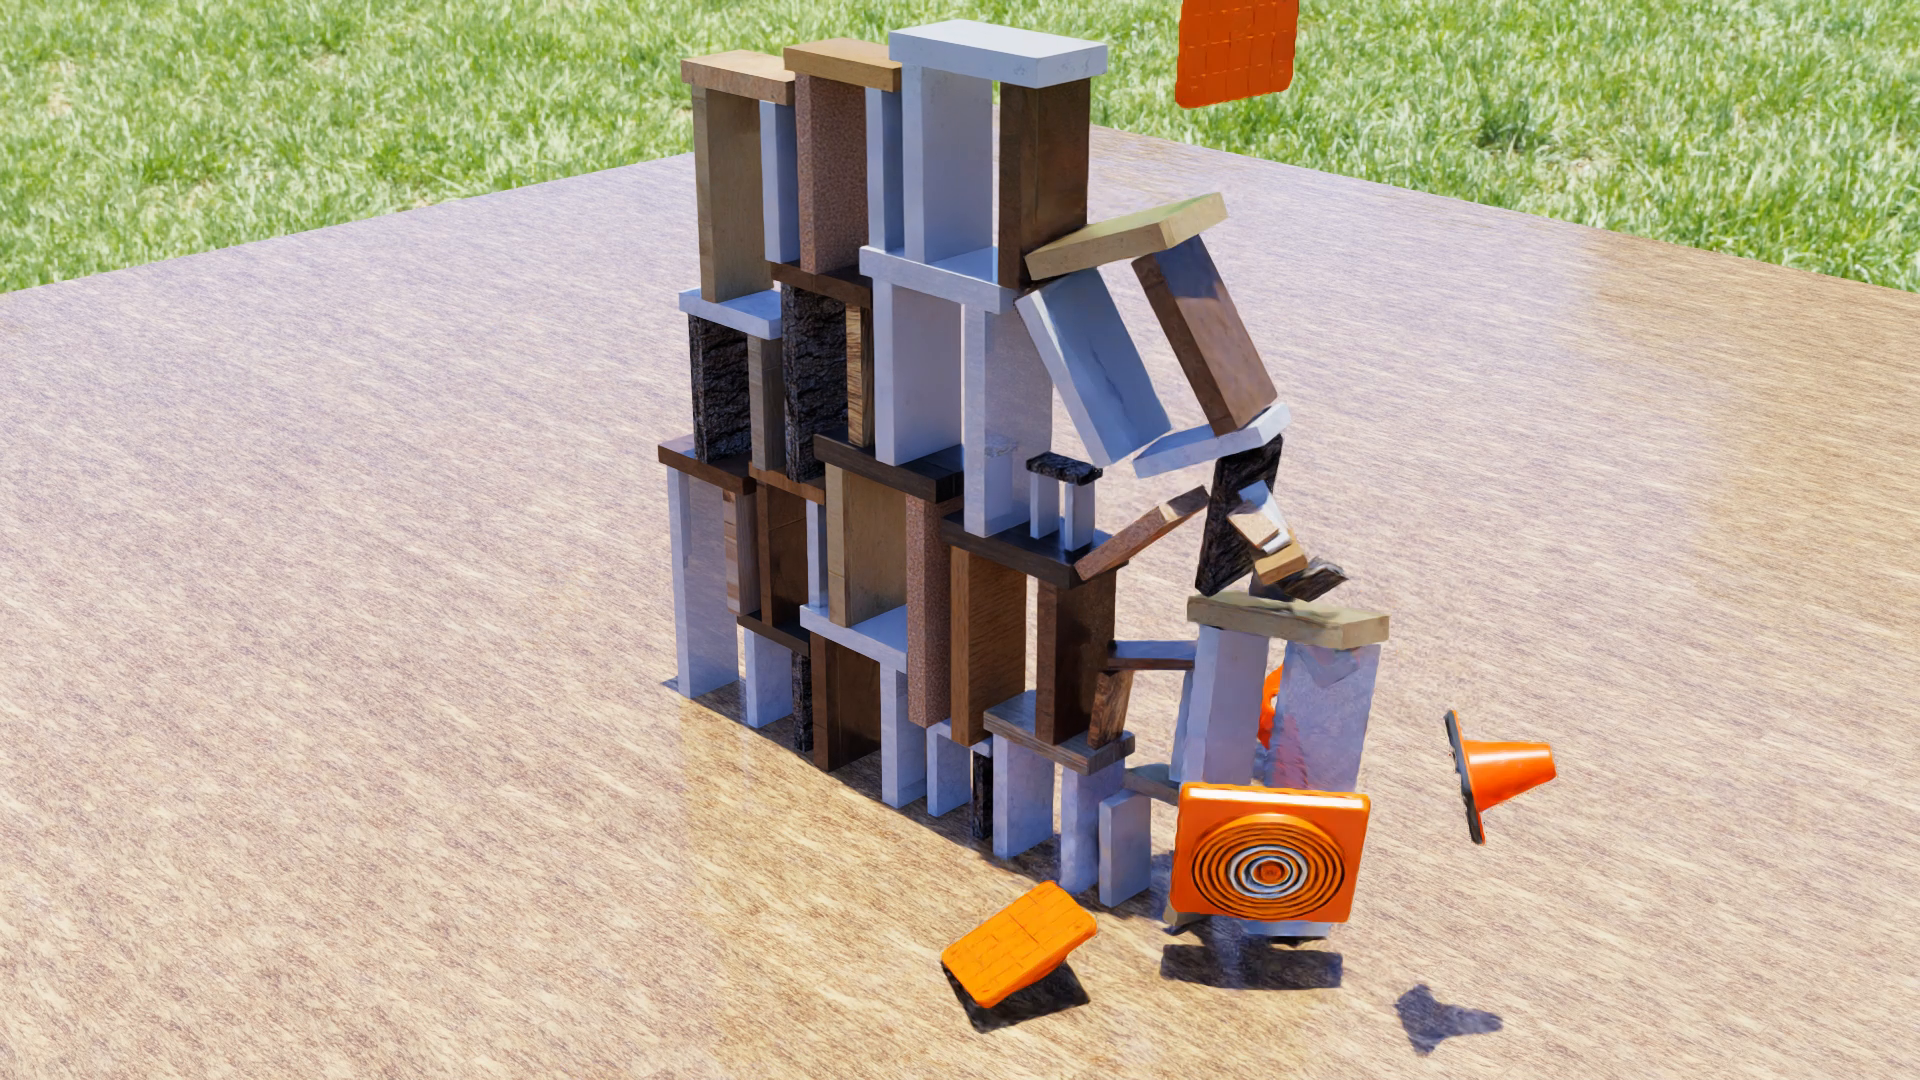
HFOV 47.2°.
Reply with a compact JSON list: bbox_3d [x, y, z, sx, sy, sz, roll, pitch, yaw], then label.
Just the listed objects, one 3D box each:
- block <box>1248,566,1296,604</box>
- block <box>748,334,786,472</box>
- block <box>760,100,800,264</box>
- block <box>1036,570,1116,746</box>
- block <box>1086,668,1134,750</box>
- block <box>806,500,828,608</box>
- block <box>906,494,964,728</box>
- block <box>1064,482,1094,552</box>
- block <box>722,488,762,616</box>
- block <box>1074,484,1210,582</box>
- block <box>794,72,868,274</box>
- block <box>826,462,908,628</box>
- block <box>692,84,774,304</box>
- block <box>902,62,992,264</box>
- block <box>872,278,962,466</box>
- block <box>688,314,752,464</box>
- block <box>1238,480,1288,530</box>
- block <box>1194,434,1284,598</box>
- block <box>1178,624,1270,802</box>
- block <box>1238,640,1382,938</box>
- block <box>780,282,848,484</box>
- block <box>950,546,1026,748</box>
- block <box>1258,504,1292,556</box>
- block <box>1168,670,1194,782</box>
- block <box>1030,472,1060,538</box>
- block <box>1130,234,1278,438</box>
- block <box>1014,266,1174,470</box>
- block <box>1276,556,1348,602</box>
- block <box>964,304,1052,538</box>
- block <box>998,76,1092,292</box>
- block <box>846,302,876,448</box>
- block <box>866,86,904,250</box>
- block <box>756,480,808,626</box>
[{"bbox_3d":[0.549,0.071,3.826,0.081,0.023,0.162,10,-16,6],"label":"block"},{"bbox_3d":[-0.361,-0.296,4.488,0.041,0.286,0.143,21,31,41],"label":"block"},{"bbox_3d":[-0.309,-0.706,4.264,0.044,0.311,0.156,21,31,40],"label":"block"},{"bbox_3d":[0.215,0.203,4.081,0.046,0.328,0.164,21,31,40],"label":"block"},{"bbox_3d":[0.279,0.302,4.058,0.023,0.163,0.081,28,35,32],"label":"block"},{"bbox_3d":[-0.258,0.012,4.510,0.033,0.233,0.117,21,31,41],"label":"block"},{"bbox_3d":[-0.024,0.117,4.299,0.172,0.484,0.049,-21,31,-40],"label":"block"},{"bbox_3d":[0.216,-0.049,3.975,0.018,0.127,0.063,18,29,38],"label":"block"},{"bbox_3d":[-0.433,0.008,4.696,0.040,0.284,0.142,21,31,41],"label":"block"},{"bbox_3d":[0.320,-0.011,3.861,0.125,0.035,0.250,-24,-9,-41],"label":"block"},{"bbox_3d":[-0.239,-0.706,4.177,0.147,0.380,0.042,-21,31,-40],"label":"block"},{"bbox_3d":[-0.186,-0.011,4.422,0.049,0.345,0.172,21,31,41],"label":"block"},{"bbox_3d":[-0.455,-0.706,4.424,0.156,0.437,0.044,-21,31,-41],"label":"block"},{"bbox_3d":[-0.021,-0.689,3.950,0.050,0.354,0.177,21,31,41],"label":"block"},{"bbox_3d":[-0.079,-0.336,4.161,0.180,0.359,0.051,-21,31,-40],"label":"block"},{"bbox_3d":[-0.495,-0.333,4.620,0.041,0.322,0.143,21,31,41],"label":"block"},{"bbox_3d":[0.516,-0.051,3.739,0.047,0.094,0.013,-26,-12,3],"label":"block"},{"bbox_3d":[0.486,-0.045,3.846,0.125,0.317,0.035,-29,53,-29],"label":"block"},{"bbox_3d":[0.481,0.306,3.982,0.045,0.319,0.159,15,13,41],"label":"block"},{"bbox_3d":[0.629,0.444,3.963,0.159,0.567,0.045,4,15,-12],"label":"block"},{"bbox_3d":[-0.286,-0.328,4.402,0.040,0.412,0.142,21,31,40],"label":"block"},{"bbox_3d":[0.056,0.182,4.239,0.046,0.412,0.164,20,30,39],"label":"block"},{"bbox_3d":[0.515,-0.017,3.692,0.047,0.013,0.094,-32,43,2],"label":"block"},{"bbox_3d":[0.426,0.332,4.060,0.023,0.219,0.081,12,10,25],"label":"block"},{"bbox_3d":[0.156,-0.072,4.028,0.018,0.127,0.063,18,29,38],"label":"block"},{"bbox_3d":[0.411,-0.350,3.682,0.046,0.325,0.162,-21,10,39],"label":"block"},{"bbox_3d":[0.236,-0.304,3.834,0.162,0.325,0.046,-30,7,-35],"label":"block"},{"bbox_3d":[0.600,0.068,3.737,0.081,0.023,0.162,-33,-20,17],"label":"block"},{"bbox_3d":[0.089,-0.235,4.019,0.051,0.434,0.180,21,31,41],"label":"block"},{"bbox_3d":[0.145,-0.624,3.798,0.050,0.354,0.177,21,31,39],"label":"block"},{"bbox_3d":[-0.152,-0.335,4.255,0.142,0.284,0.040,-21,31,-40],"label":"block"},{"bbox_3d":[-0.102,-0.692,4.033,0.042,0.294,0.147,21,31,41],"label":"block"},{"bbox_3d":[-0.368,0.013,4.630,0.033,0.328,0.117,21,31,41],"label":"block"}]
